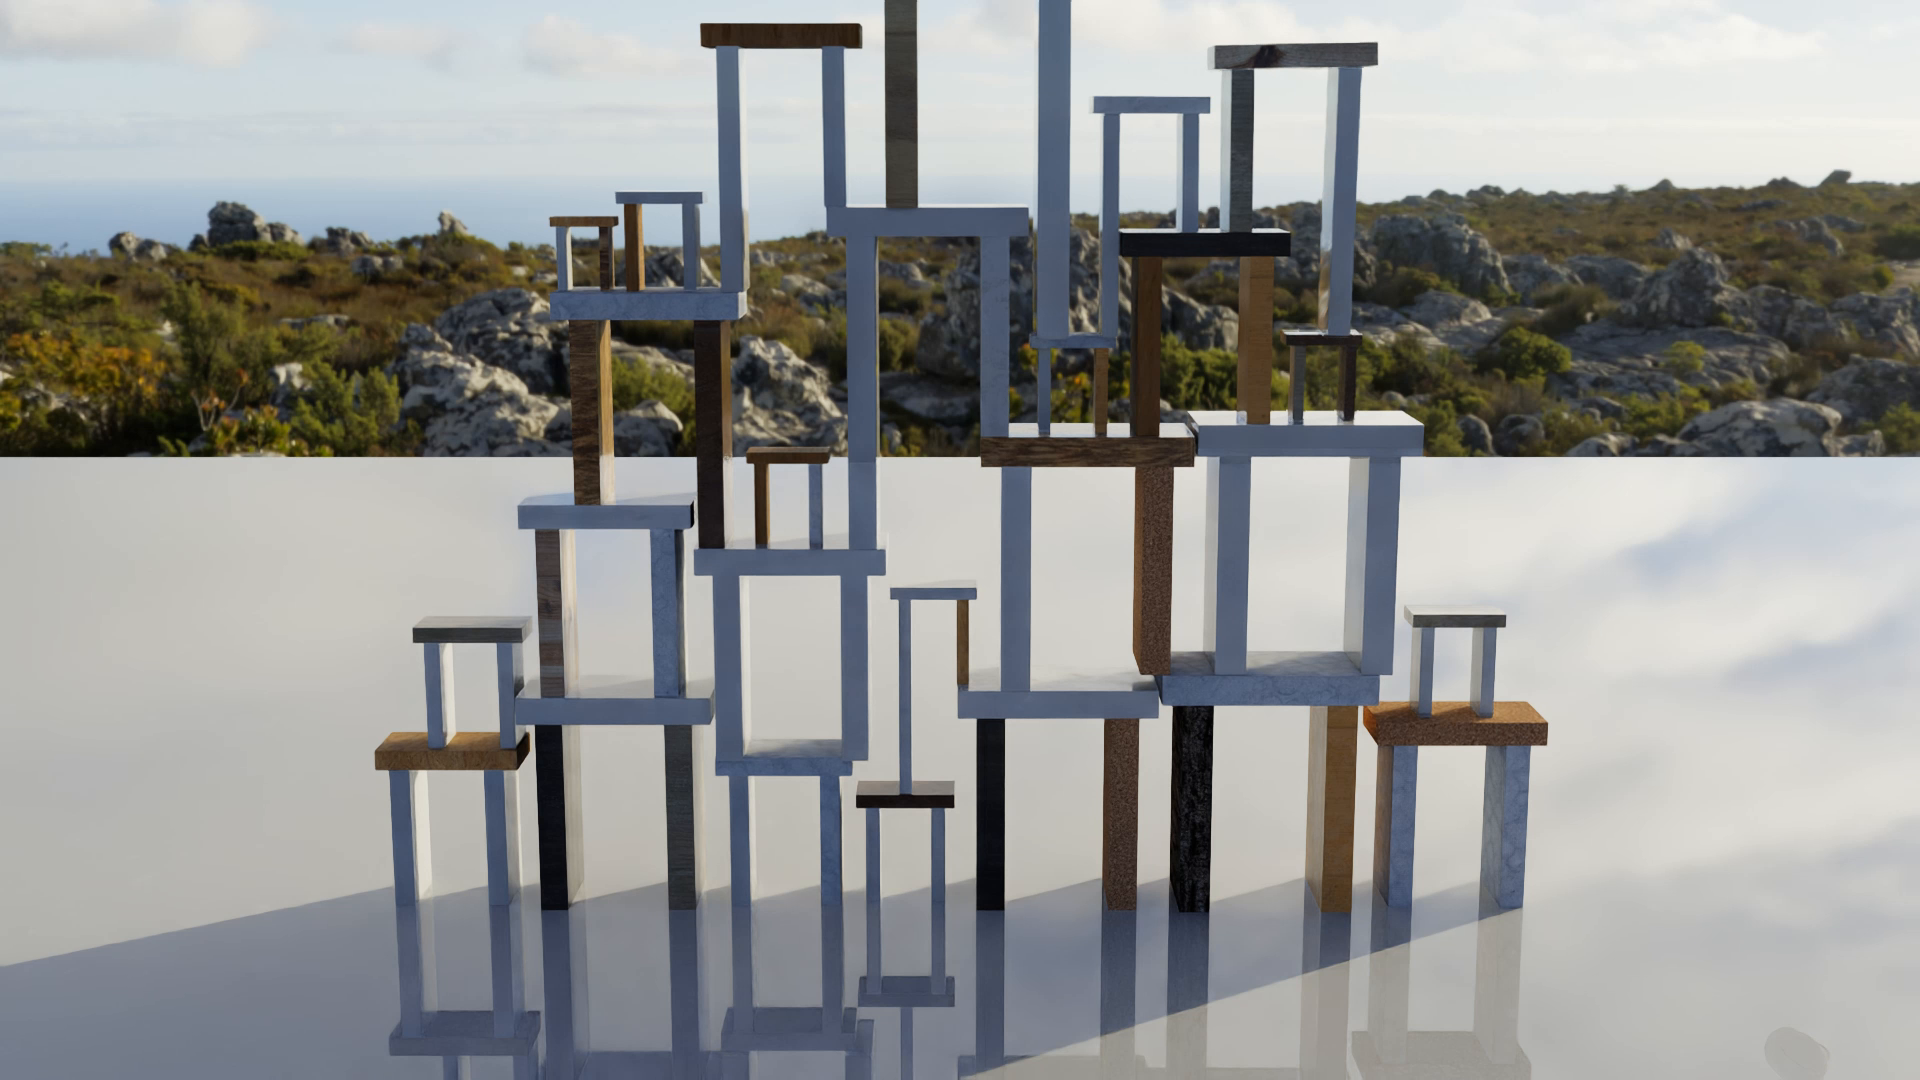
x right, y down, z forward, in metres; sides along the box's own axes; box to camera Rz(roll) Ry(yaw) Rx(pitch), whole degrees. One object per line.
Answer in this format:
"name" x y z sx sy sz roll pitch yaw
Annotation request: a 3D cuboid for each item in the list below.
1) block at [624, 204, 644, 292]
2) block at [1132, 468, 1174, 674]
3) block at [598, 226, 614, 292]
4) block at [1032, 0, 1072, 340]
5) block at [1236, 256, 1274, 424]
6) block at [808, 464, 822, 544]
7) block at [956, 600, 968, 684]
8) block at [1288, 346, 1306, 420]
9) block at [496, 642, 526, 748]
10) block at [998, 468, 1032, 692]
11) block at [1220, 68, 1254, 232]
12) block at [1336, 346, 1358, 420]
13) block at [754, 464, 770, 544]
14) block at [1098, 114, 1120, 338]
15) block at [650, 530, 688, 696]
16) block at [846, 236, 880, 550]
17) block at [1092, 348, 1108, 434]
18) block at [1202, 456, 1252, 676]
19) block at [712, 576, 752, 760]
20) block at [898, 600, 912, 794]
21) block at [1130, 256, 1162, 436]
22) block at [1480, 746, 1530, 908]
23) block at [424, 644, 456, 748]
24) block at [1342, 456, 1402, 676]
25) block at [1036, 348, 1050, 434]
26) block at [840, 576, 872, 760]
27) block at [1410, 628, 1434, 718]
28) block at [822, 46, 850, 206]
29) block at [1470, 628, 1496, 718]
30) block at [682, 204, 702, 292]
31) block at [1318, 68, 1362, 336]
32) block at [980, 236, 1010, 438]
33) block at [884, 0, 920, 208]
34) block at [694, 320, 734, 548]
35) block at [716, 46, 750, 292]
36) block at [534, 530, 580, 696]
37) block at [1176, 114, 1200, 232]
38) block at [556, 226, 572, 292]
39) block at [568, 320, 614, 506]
"block" -0.515 -0.463 3.475 0.019 0.136 0.068 0 11 0
"block" 0.313 0.035 3.569 0.048 0.336 0.168 0 11 0
"block" -0.559 -0.446 3.476 0.014 0.101 0.050 0 11 0
"block" 0.143 -0.599 3.447 0.050 0.553 0.175 0 10 0
"block" 0.469 -0.323 3.498 0.037 0.261 0.131 0 11 0
"block" -0.232 -0.063 3.544 0.018 0.130 0.065 0 11 0
"block" 0.004 0.159 3.586 0.020 0.140 0.070 0 11 0
"block" 0.538 -0.254 3.508 0.017 0.120 0.060 1 13 2
"block" -0.735 0.245 3.604 0.025 0.176 0.088 0 11 0
"block" 0.089 0.049 3.571 0.048 0.362 0.168 0 11 0
"block" 0.433 -0.610 3.443 0.035 0.248 0.124 -1 11 0
"block" 0.617 -0.254 3.507 0.017 0.120 0.060 0 12 -1
"block" -0.319 -0.063 3.544 0.018 0.130 0.065 0 11 0
"block" 0.235 -0.496 3.461 0.026 0.344 0.090 0 11 0
"block" -0.472 0.105 3.579 0.039 0.274 0.137 0 11 0
"block" -0.154 -0.241 3.513 0.044 0.491 0.156 0 11 0
"block" 0.225 -0.243 3.516 0.019 0.135 0.068 0 11 0
"block" 0.432 0.027 3.569 0.050 0.353 0.176 0 11 0
"block" -0.372 0.193 3.592 0.043 0.304 0.152 0 11 0
"block" -0.089 0.250 3.603 0.020 0.325 0.070 0 11 0
"block" 0.295 -0.313 3.500 0.037 0.281 0.130 0 10 0
"block" 0.904 0.455 3.647 0.039 0.274 0.137 0 11 0
"block" -0.852 0.245 3.604 0.025 0.176 0.088 0 11 0
"block" 0.667 0.027 3.569 0.050 0.353 0.176 0 11 0
"block" 0.134 -0.243 3.517 0.019 0.135 0.068 0 11 0
"block" -0.169 0.193 3.592 0.043 0.304 0.152 0 11 0
"block" 0.756 0.208 3.602 0.021 0.150 0.075 0 11 0
"block" -0.194 -0.647 3.444 0.034 0.243 0.122 0 11 0
"block" 0.857 0.208 3.602 0.021 0.150 0.075 0 11 0
"block" -0.424 -0.463 3.475 0.019 0.136 0.068 0 11 0
"block" 0.595 -0.531 3.453 0.035 0.410 0.124 1 11 2
"block" 0.054 -0.329 3.497 0.044 0.312 0.156 0 10 0
"block" -0.090 -0.698 3.427 0.050 0.350 0.175 0 11 0
"block" -0.394 -0.178 3.529 0.041 0.361 0.146 0 11 0
"block" -0.356 -0.582 3.457 0.034 0.376 0.121 0 11 -1
"block" -0.655 0.105 3.579 0.039 0.274 0.137 0 11 0
"block" 0.357 -0.576 3.448 0.026 0.181 0.090 -1 11 0
"block" -0.626 -0.446 3.476 0.014 0.101 0.050 0 11 0
"block" -0.589 -0.212 3.523 0.041 0.292 0.146 0 11 0
